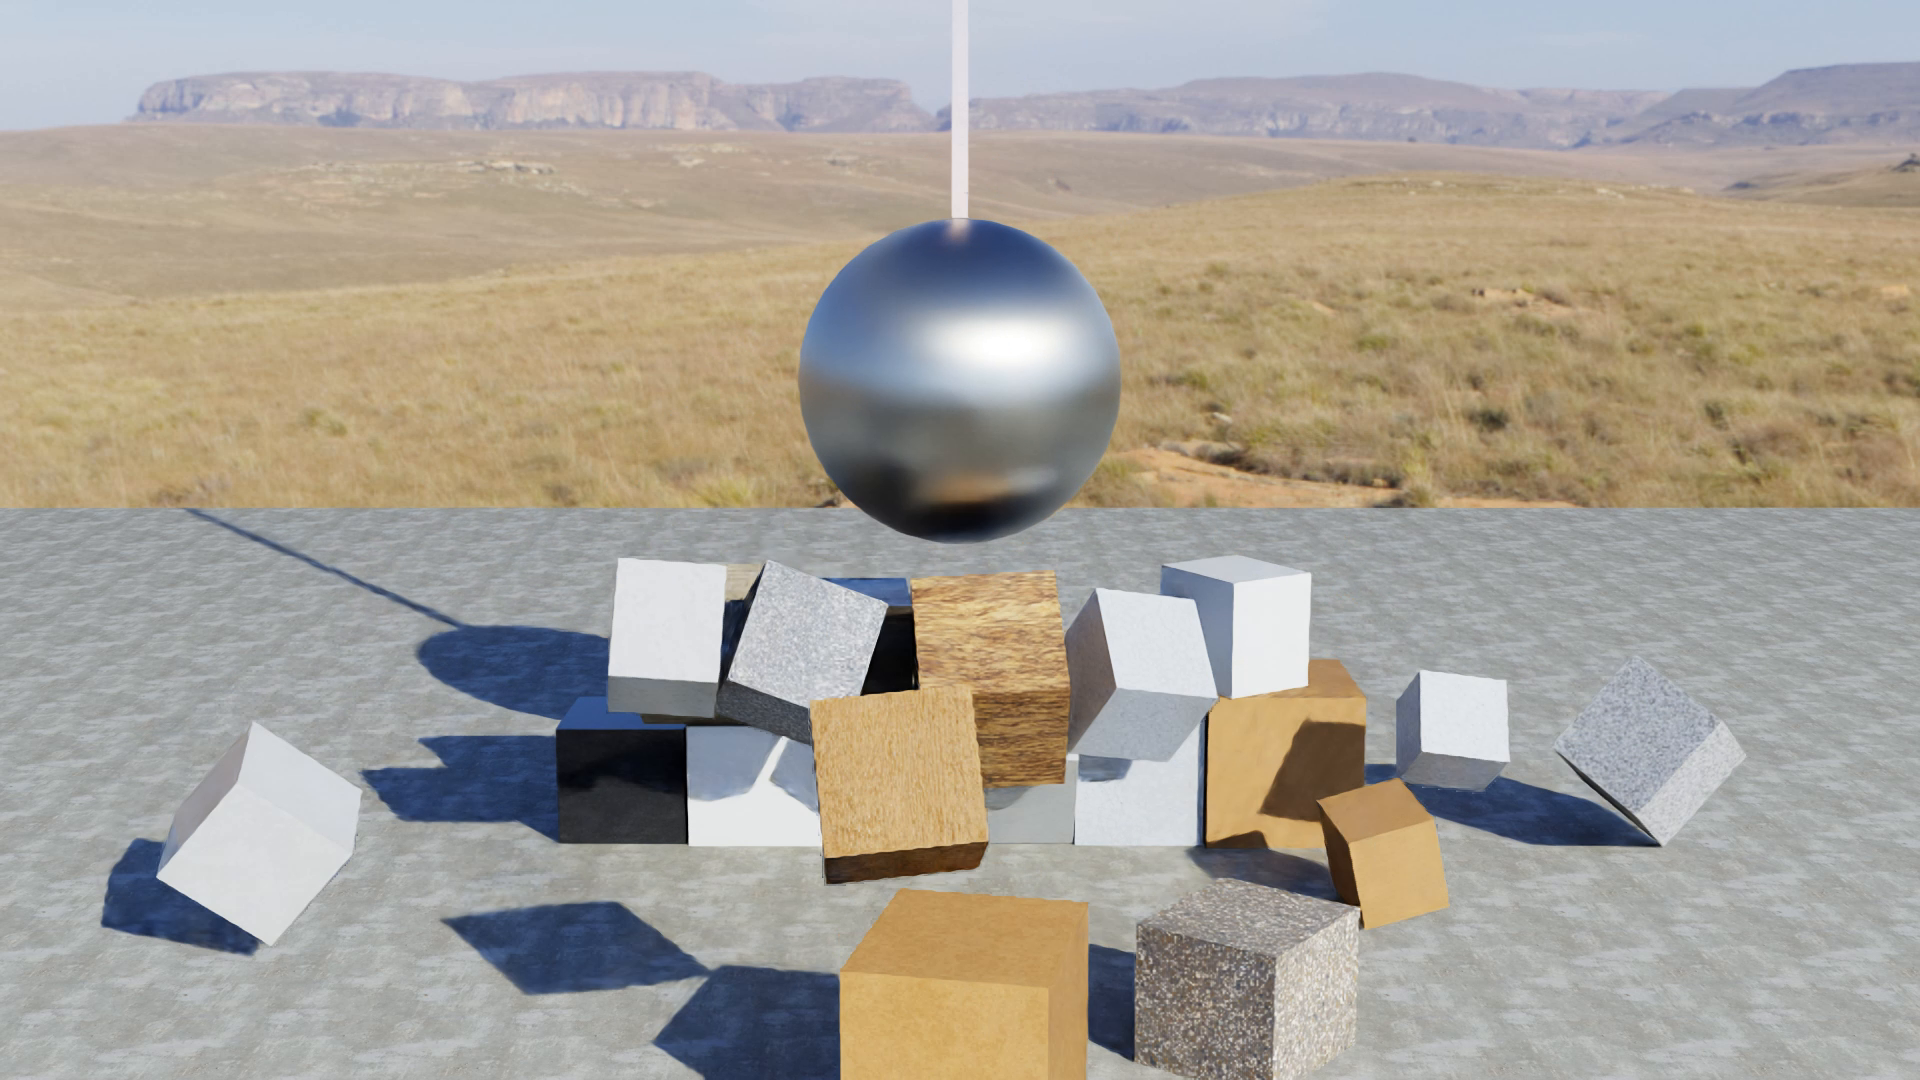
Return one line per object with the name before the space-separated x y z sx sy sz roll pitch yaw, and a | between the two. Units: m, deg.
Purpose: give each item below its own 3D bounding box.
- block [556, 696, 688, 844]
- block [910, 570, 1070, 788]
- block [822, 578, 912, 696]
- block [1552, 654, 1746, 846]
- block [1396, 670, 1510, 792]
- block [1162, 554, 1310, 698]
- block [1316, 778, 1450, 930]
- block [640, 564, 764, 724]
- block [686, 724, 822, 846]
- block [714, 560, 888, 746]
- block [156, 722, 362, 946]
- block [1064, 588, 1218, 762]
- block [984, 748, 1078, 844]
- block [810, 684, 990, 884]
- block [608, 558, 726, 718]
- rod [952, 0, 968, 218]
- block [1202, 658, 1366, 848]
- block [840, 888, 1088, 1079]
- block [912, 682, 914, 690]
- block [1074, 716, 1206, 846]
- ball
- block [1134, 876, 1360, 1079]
block | -1.702 1.183 11.383 0.642 0.599 0.652 0 10 0
block | 0.134 0.669 10.398 0.679 0.757 0.698 -3 50 -3
block | -0.590 0.544 11.159 0.662 0.575 0.671 -1 11 -4
block | 3.437 1.052 10.965 0.550 0.615 0.611 44 4 36
block | 2.314 0.901 10.353 0.414 0.411 0.385 7 -28 -4
block | 1.397 0.432 11.199 0.497 0.583 0.578 -7 12 -32
block | 1.932 1.431 10.063 0.401 0.446 0.477 -15 18 -4
block | -1.263 0.519 10.842 0.640 0.614 0.632 0 -22 0
block | -1.022 1.171 11.389 0.681 0.621 0.732 0 10 1
block | -0.757 0.544 10.222 0.593 0.602 0.564 20 -22 -8
block | -2.995 1.255 9.438 0.568 0.560 0.548 38 11 -22
block | 0.834 0.658 10.634 0.528 0.568 0.577 7 50 -21
block | 0.251 1.047 11.056 0.640 0.734 0.658 0 50 0
block | -0.217 0.845 7.515 0.537 0.526 0.623 -5 -16 -5
block | -1.305 0.442 9.789 0.470 0.534 0.579 4 -20 -7
rod | 0.000 -4.142 10.343 0.080 5.200 0.080 0 8 0
block | 1.625 1.092 11.378 0.780 0.780 0.833 0 10 0
block | 0.034 1.759 7.876 0.721 0.722 0.858 2 11 12
block | -0.381 1.141 11.375 0.592 0.679 0.594 0 11 1
block | 0.901 1.117 11.376 0.647 0.732 0.705 0 10 0
ball | 0.000 -0.779 10.844 1.600 1.600 1.600 0 10 0
block | 1.113 1.722 8.519 0.602 0.563 0.671 8 13 36
